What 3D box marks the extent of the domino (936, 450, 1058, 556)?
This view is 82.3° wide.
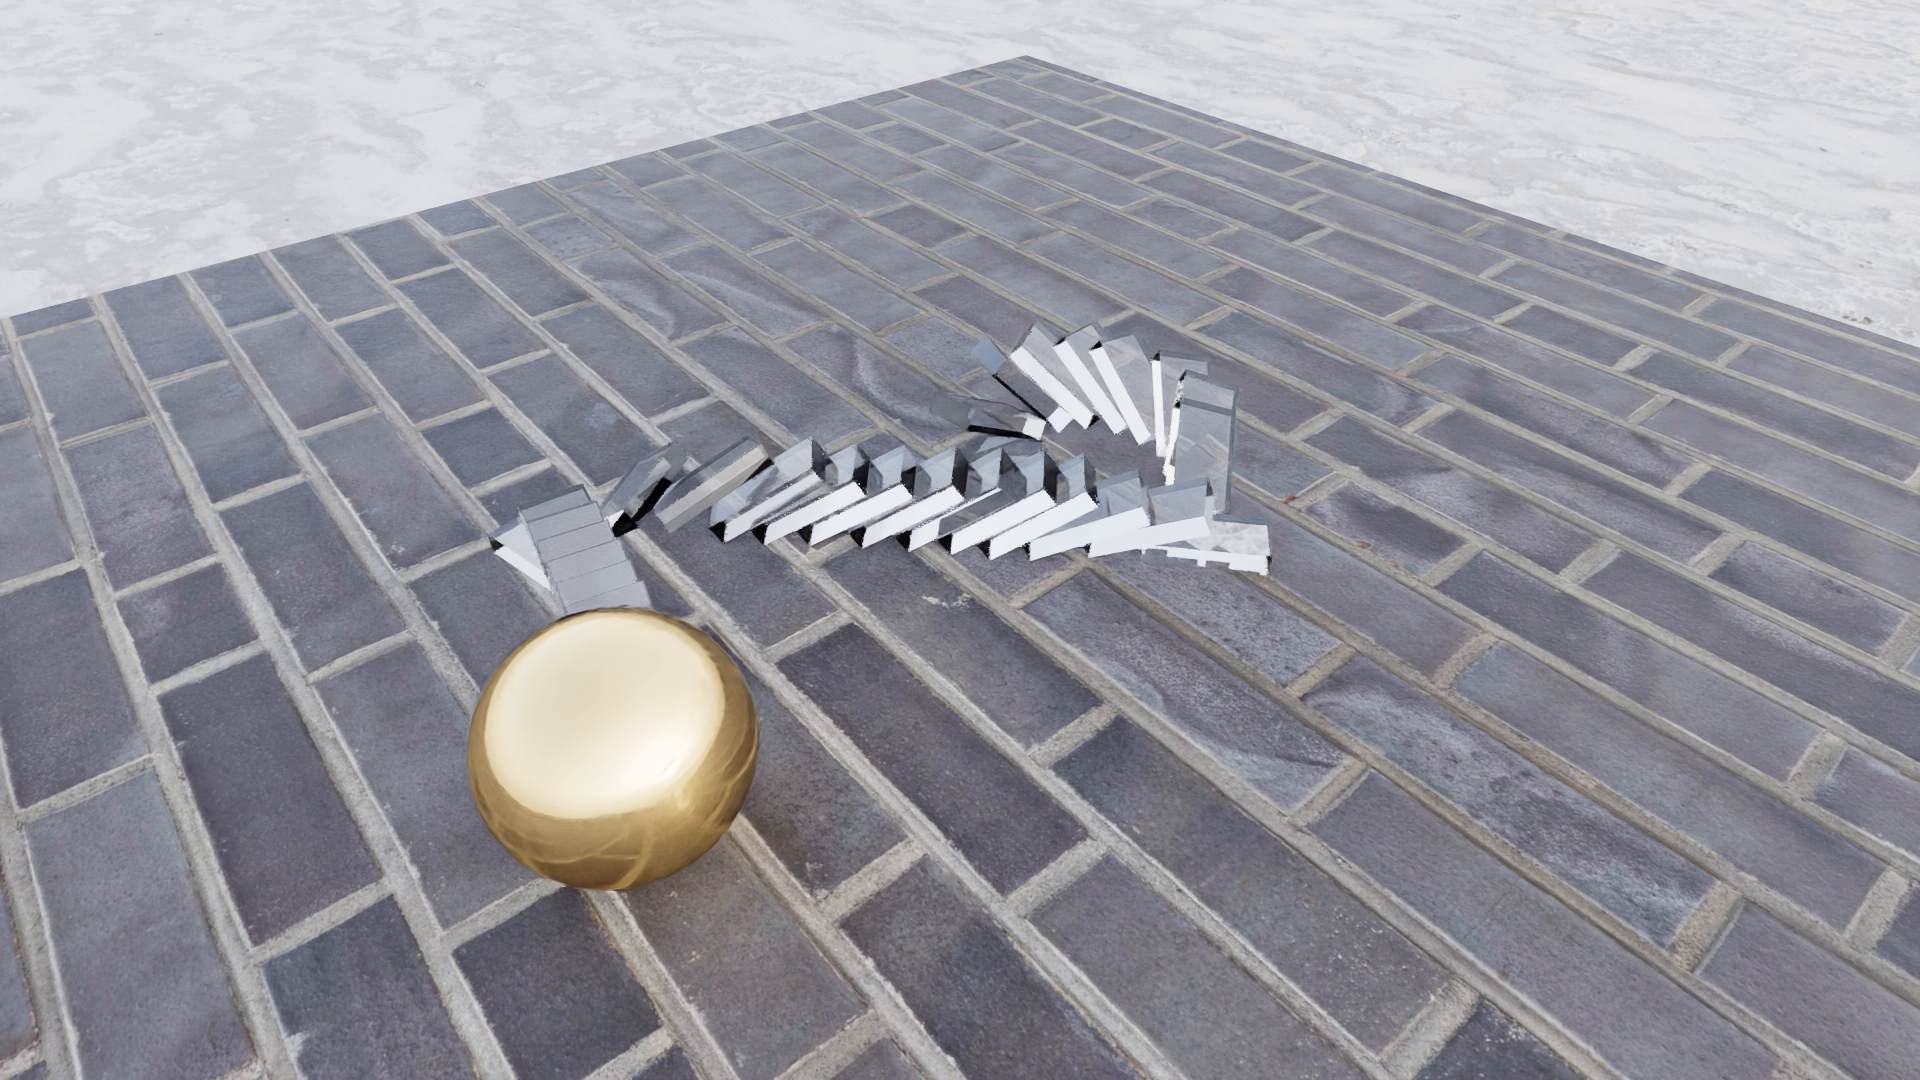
[{"bbox_3d":[0.015,-0.015,0.439,0.050,0.009,0.025,-26,33,25],"label":"domino"}]

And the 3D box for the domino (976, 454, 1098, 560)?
[{"bbox_3d":[0.030,-0.013,0.438,0.050,0.010,0.025,-27,32,24],"label":"domino"}]

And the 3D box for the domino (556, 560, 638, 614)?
[{"bbox_3d":[-0.116,0.034,0.375,0.025,0.050,0.010,-20,1,-23],"label":"domino"}]

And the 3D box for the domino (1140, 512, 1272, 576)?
[{"bbox_3d":[0.099,0.000,0.443,0.050,0.010,0.025,6,40,7],"label":"domino"}]

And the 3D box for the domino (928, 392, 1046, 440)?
[{"bbox_3d":[0.013,-0.055,0.491,0.025,0.010,0.050,31,19,38],"label":"domino"}]

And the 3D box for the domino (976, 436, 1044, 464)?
[{"bbox_3d":[0.022,-0.035,0.470,0.025,0.010,0.050,5,14,6],"label":"domino"}]

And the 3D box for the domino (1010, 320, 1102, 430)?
[{"bbox_3d":[0.048,-0.077,0.515,0.050,0.009,0.025,42,41,-12],"label":"domino"}]

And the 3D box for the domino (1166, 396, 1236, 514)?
[{"bbox_3d":[0.102,-0.034,0.464,0.025,0.010,0.050,13,65,-7],"label":"domino"}]

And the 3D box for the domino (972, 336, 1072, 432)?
[{"bbox_3d":[0.029,-0.071,0.503,0.009,0.050,0.025,-46,40,12],"label":"domino"}]

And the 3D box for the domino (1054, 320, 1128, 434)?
[{"bbox_3d":[0.068,-0.076,0.514,0.025,0.010,0.050,-33,86,-36],"label":"domino"}]

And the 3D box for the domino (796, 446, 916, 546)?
[{"bbox_3d":[-0.042,-0.018,0.446,0.050,0.010,0.025,-24,35,20],"label":"domino"}]

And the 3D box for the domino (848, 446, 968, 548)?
[{"bbox_3d":[-0.021,-0.017,0.444,0.050,0.009,0.025,-25,33,24],"label":"domino"}]

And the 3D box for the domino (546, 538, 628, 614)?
[{"bbox_3d":[-0.123,0.027,0.383,0.025,0.050,0.010,-20,1,-23],"label":"domino"}]

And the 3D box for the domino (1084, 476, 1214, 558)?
[{"bbox_3d":[0.075,-0.009,0.438,0.050,0.010,0.025,-12,36,25],"label":"domino"}]

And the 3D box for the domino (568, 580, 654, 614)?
[{"bbox_3d":[-0.110,0.041,0.366,0.025,0.050,0.009,-20,1,-23],"label":"domino"}]

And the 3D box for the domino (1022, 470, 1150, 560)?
[{"bbox_3d":[0.050,-0.010,0.440,0.050,0.009,0.025,-17,36,18],"label":"domino"}]

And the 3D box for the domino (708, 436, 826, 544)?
[{"bbox_3d":[-0.078,-0.021,0.448,0.050,0.010,0.025,-29,34,13],"label":"domino"}]

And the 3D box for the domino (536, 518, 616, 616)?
[{"bbox_3d":[-0.130,0.020,0.392,0.025,0.050,0.009,-20,1,-23],"label":"domino"}]

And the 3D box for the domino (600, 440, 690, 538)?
[{"bbox_3d":[-0.134,-0.020,0.458,0.025,0.009,0.050,-20,30,29],"label":"domino"}]

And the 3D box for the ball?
[{"bbox_3d":[-0.098,0.059,0.316,0.080,0.080,0.080,0,39,0],"label":"ball"}]

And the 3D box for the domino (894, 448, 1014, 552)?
[{"bbox_3d":[-0.002,-0.016,0.441,0.050,0.009,0.025,-26,33,25],"label":"domino"}]

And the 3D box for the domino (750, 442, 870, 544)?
[{"bbox_3d":[-0.061,-0.019,0.447,0.050,0.010,0.025,-25,35,19],"label":"domino"}]

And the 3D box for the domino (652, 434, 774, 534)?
[{"bbox_3d":[-0.103,-0.024,0.453,0.050,0.010,0.025,-36,26,-12],"label":"domino"}]

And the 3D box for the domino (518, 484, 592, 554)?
[{"bbox_3d":[-0.144,0.006,0.416,0.025,0.010,0.050,-24,78,-27],"label":"domino"}]

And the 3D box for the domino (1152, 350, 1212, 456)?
[{"bbox_3d":[0.102,-0.061,0.497,0.025,0.010,0.050,6,66,-10],"label":"domino"}]

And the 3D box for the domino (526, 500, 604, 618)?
[{"bbox_3d":[-0.137,0.013,0.401,0.025,0.050,0.010,-20,0,-23],"label":"domino"}]

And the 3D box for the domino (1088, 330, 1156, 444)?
[{"bbox_3d":[0.082,-0.071,0.507,0.025,0.009,0.050,-20,79,-31],"label":"domino"}]

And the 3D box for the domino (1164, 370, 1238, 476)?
[{"bbox_3d":[0.106,-0.049,0.482,0.025,0.010,0.050,16,65,-5],"label":"domino"}]

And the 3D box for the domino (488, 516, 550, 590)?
[{"bbox_3d":[-0.161,0.005,0.438,0.050,0.010,0.025,26,46,29],"label":"domino"}]
